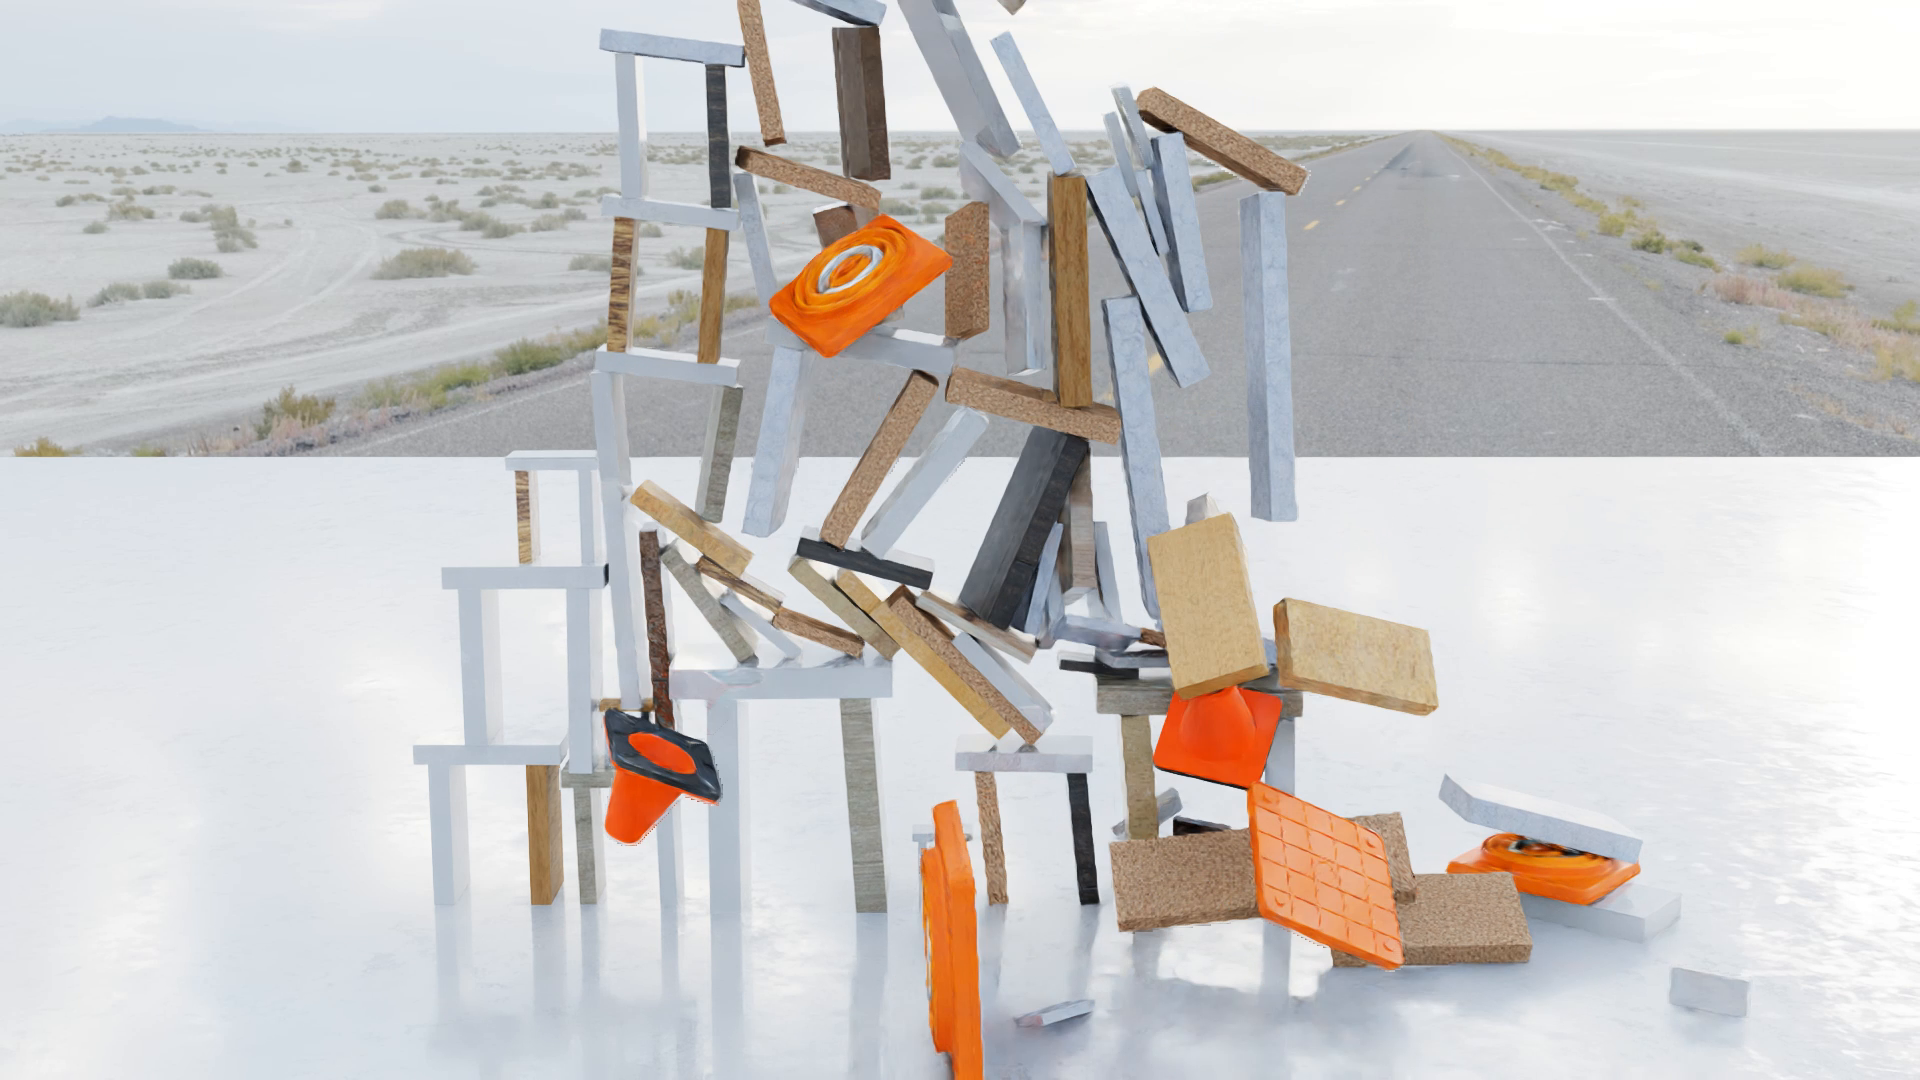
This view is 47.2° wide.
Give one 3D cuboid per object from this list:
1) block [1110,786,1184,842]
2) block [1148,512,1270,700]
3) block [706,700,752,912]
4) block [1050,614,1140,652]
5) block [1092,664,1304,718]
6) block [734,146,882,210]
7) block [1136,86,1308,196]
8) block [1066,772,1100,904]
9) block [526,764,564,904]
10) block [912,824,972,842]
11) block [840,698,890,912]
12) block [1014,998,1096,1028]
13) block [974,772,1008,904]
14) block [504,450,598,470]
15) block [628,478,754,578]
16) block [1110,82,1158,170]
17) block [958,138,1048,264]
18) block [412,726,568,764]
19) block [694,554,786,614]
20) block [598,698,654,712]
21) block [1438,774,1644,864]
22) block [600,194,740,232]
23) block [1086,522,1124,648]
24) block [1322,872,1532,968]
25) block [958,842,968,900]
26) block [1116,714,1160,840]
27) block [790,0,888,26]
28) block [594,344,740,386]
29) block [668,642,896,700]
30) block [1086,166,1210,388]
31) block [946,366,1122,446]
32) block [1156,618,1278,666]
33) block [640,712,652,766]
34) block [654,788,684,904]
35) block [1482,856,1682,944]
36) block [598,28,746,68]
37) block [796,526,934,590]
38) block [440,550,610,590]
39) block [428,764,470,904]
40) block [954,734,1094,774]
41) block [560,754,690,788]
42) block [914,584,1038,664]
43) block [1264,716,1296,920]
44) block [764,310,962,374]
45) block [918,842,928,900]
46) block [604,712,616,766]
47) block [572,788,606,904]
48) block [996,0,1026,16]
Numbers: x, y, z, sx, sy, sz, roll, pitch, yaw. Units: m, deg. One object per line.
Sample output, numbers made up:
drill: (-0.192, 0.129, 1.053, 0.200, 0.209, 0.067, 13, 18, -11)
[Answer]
block: (0.328, 0.488, 3.852, 0.132, 0.066, 0.019, -33, 58, -6)
block: (0.376, 0.099, 3.351, 0.137, 0.274, 0.039, -18, -35, 16)
block: (-0.381, 0.415, 3.634, 0.051, 0.357, 0.179, 0, 11, 0)
block: (0.218, 0.149, 3.537, 0.129, 0.018, 0.064, 11, -26, -19)
block: (0.385, 0.243, 3.596, 0.329, 0.047, 0.164, 1, 10, 1)
block: (-0.241, -0.573, 3.479, 0.218, 0.031, 0.109, 14, 12, -19)
block: (0.404, -0.624, 3.455, 0.275, 0.039, 0.138, 27, 5, -8)
block: (0.202, 0.478, 3.649, 0.032, 0.225, 0.112, -6, 10, 1)
block: (-0.689, 0.472, 3.652, 0.034, 0.239, 0.119, 0, 11, 0)
block: (-0.029, 0.486, 3.645, 0.100, 0.014, 0.050, 0, 11, 0)
block: (-0.156, 0.414, 3.634, 0.051, 0.357, 0.179, -4, 10, 1)
block: (0.136, 0.671, 3.120, 0.108, 0.015, 0.054, -5, -9, -44)
block: (0.051, 0.478, 3.650, 0.032, 0.225, 0.113, -6, 10, 1)
block: (-0.649, -0.128, 3.537, 0.150, 0.021, 0.075, 0, 11, 0)
block: (-0.433, -0.020, 3.563, 0.214, 0.030, 0.107, 35, 6, -5)
block: (0.272, -0.649, 3.441, 0.019, 0.134, 0.067, -23, 17, 0)
block: (0.071, -0.552, 3.610, 0.030, 0.211, 0.105, -32, -25, -13)
block: (-0.768, 0.338, 3.627, 0.239, 0.034, 0.119, 0, 11, 0)
block: (-0.356, 0.068, 3.568, 0.151, 0.021, 0.076, 29, 7, -3)
block: (-0.546, 0.271, 3.613, 0.090, 0.013, 0.045, 0, 10, 0)
block: (0.958, 0.460, 3.637, 0.298, 0.042, 0.149, 15, 7, -8)
block: (-0.455, -0.518, 3.477, 0.211, 0.030, 0.105, 7, 10, -3)
block: (0.231, 0.073, 3.616, 0.026, 0.185, 0.093, -2, -25, -12)
block: (0.716, 0.585, 3.394, 0.298, 0.042, 0.149, -1, 38, -1)
block: (0.004, 0.542, 3.655, 0.014, 0.100, 0.050, 0, 11, 0)
block: (0.295, 0.428, 3.635, 0.047, 0.329, 0.164, -5, 10, 1)
block: (-0.238, -0.858, 3.439, 0.237, 0.034, 0.118, 18, 5, -13)
block: (-0.467, -0.281, 3.526, 0.222, 0.031, 0.111, 7, 10, -4)
block: (-0.286, 0.213, 3.597, 0.357, 0.051, 0.179, -1, 11, 0)
block: (0.292, -0.418, 3.478, 0.050, 0.355, 0.177, -25, 8, 4)
block: (0.116, -0.217, 3.525, 0.278, 0.039, 0.139, 14, 12, -4)
block: (0.472, 0.169, 3.633, 0.270, 0.038, 0.135, 14, 3, -19)
block: (-0.517, 0.322, 3.623, 0.013, 0.090, 0.045, 1, 10, 0)
block: (-0.482, 0.493, 3.648, 0.028, 0.198, 0.099, -1, 11, 0)
block: (1.002, 0.584, 3.586, 0.298, 0.042, 0.149, 9, 14, 39)
block: (-0.446, -0.767, 3.430, 0.219, 0.031, 0.109, 6, 10, -4)
block: (-0.153, 0.028, 3.565, 0.221, 0.031, 0.110, 15, 10, -3)
block: (-0.697, 0.049, 3.569, 0.259, 0.037, 0.130, 0, 11, 0)
block: (-0.848, 0.472, 3.652, 0.034, 0.239, 0.119, 0, 11, 0)
block: (0.107, 0.351, 3.624, 0.225, 0.032, 0.113, 1, 11, 3)
block: (-0.550, 0.381, 3.627, 0.198, 0.028, 0.099, 0, 11, 0)
block: (0.026, 0.134, 3.580, 0.207, 0.029, 0.103, 28, 6, -3)
block: (0.524, 0.436, 3.599, 0.047, 0.329, 0.164, 1, 11, 9)
block: (-0.152, -0.318, 3.524, 0.299, 0.042, 0.149, 10, 11, 3)
block: (-0.062, 0.542, 3.655, 0.014, 0.100, 0.050, 0, 11, 0)
block: (-0.576, 0.322, 3.623, 0.013, 0.090, 0.045, 1, 10, 0)
block: (-0.614, 0.493, 3.648, 0.028, 0.198, 0.099, -1, 11, 0)
block: (0.002, -0.897, 3.373, 0.230, 0.033, 0.115, 39, 11, -14)
